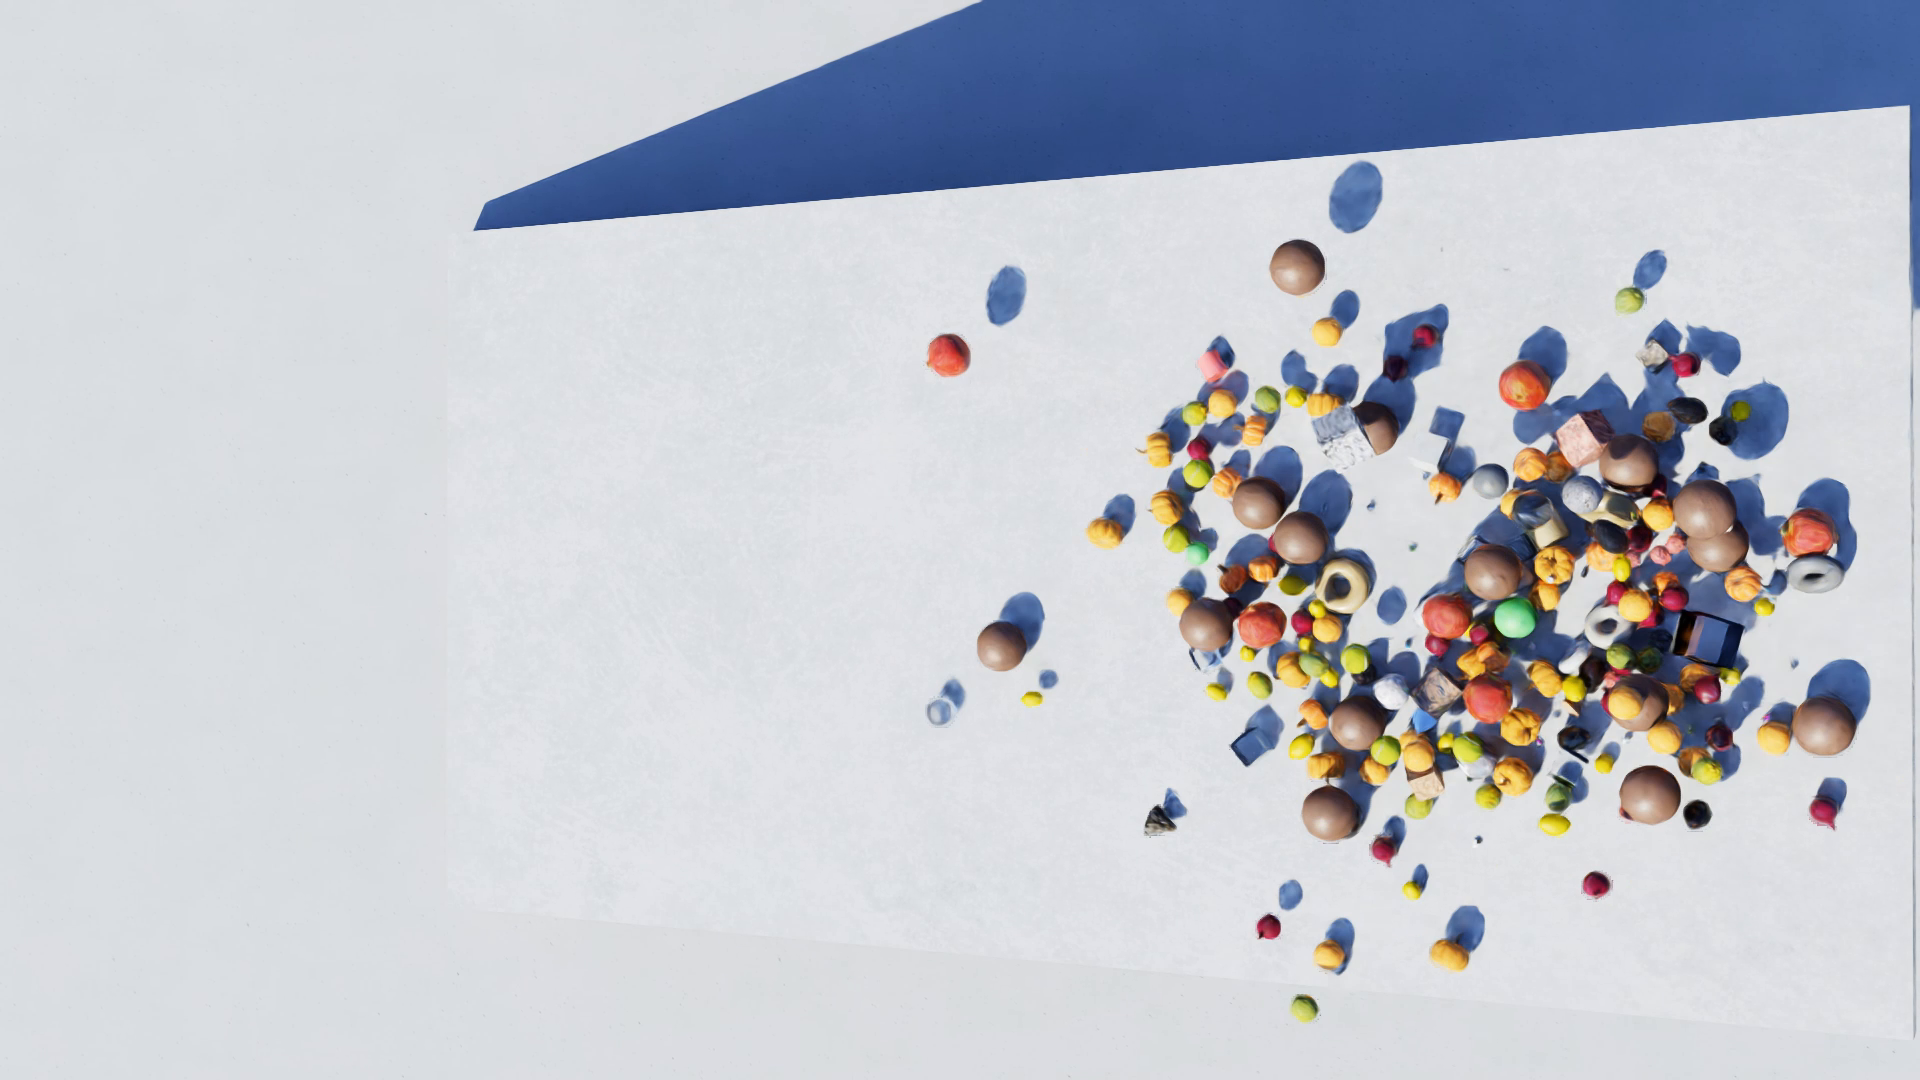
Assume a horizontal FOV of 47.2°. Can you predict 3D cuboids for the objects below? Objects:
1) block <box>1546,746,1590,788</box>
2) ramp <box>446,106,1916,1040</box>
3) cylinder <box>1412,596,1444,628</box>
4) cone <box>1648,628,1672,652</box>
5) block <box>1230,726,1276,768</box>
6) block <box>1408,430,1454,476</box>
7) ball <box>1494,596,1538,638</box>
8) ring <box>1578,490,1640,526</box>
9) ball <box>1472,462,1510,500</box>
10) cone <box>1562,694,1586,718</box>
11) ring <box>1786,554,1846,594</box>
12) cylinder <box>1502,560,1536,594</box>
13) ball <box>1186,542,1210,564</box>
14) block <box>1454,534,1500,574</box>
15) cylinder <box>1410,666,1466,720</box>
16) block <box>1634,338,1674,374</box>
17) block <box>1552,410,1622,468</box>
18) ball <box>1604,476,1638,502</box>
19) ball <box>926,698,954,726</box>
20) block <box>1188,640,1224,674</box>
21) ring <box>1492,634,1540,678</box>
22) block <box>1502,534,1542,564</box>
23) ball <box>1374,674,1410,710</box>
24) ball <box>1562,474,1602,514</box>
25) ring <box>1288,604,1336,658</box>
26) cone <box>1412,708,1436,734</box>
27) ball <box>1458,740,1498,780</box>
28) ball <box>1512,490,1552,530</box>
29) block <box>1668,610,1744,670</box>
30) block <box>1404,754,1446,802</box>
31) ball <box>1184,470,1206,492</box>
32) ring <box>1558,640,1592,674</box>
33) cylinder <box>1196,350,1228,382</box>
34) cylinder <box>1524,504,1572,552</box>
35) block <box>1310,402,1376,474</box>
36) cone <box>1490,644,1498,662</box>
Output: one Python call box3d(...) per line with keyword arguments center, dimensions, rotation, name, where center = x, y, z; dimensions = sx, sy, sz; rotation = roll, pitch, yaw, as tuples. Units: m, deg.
box3d(center=(1.365, 0.511, 4.934), dimensions=(0.064, 0.064, 0.064), rotation=(31, 79, 17), name="block")
box3d(center=(0.278, 0.079, 5.662), dimensions=(4.000, 0.100, 2.000), rotation=(0, 89, 27), name="ramp")
box3d(center=(1.096, 0.168, 5.151), dimensions=(0.052, 0.052, 0.052), rotation=(47, 121, 0), name="cylinder")
box3d(center=(1.562, 0.226, 4.915), dimensions=(0.054, 0.054, 0.054), rotation=(0, 89, 27), name="cone")
box3d(center=(0.711, 0.502, 5.340), dimensions=(0.069, 0.069, 0.069), rotation=(-44, 71, 20), name="block")
box3d(center=(1.100, -0.204, 5.136), dimensions=(0.071, 0.071, 0.071), rotation=(21, 82, 27), name="block")
box3d(center=(1.264, 0.176, 4.996), dimensions=(0.096, 0.096, 0.096), rotation=(0, 89, 0), name="ball")
box3d(center=(1.432, -0.071, 4.879), dimensions=(0.149, 0.149, 0.050), rotation=(18, 78, 0), name="ring")
box3d(center=(1.196, -0.133, 4.955), dimensions=(0.082, 0.082, 0.082), rotation=(0, 89, 0), name="ball")
box3d(center=(1.408, 0.368, 5.009), dimensions=(0.052, 0.052, 0.052), rotation=(-42, 90, -5), name="cone")
box3d(center=(1.844, 0.073, 4.741), dimensions=(0.120, 0.120, 0.040), rotation=(15, 55, 0), name="ring")
box3d(center=(1.285, 0.085, 5.056), dimensions=(0.057, 0.057, 0.057), rotation=(-24, 78, 0), name="cylinder")
box3d(center=(0.586, 0.032, 5.414), dimensions=(0.058, 0.058, 0.058), rotation=(0, 89, 0), name="ball")
box3d(center=(1.194, 0.033, 5.078), dimensions=(0.063, 0.063, 0.063), rotation=(35, 81, -3), name="block")
box3d(center=(1.111, 0.355, 5.121), dimensions=(0.090, 0.090, 0.090), rotation=(41, 105, 0), name="cylinder")
box3d(center=(1.555, -0.411, 4.924), dimensions=(0.055, 0.055, 0.055), rotation=(-46, 70, 19), name="block")
box3d(center=(1.411, -0.229, 4.958), dimensions=(0.088, 0.088, 0.088), rotation=(-11, 64, -41), name="block")
box3d(center=(1.485, -0.106, 4.945), dimensions=(0.076, 0.076, 0.076), rotation=(0, 89, 0), name="ball")
box3d(center=(-0.052, 0.448, 5.729), dimensions=(0.075, 0.075, 0.075), rotation=(0, 89, 0), name="ball")
box3d(center=(0.602, 0.285, 5.387), dimensions=(0.056, 0.056, 0.056), rotation=(-33, 69, 16), name="block")
box3d(center=(1.281, 0.262, 5.067), dimensions=(0.112, 0.037, 0.112), rotation=(0, 95, 0), name="ring")
box3d(center=(1.290, 0.019, 5.049), dimensions=(0.054, 0.054, 0.054), rotation=(-32, 74, 40), name="block")
box3d(center=(1.016, 0.356, 5.175), dimensions=(0.086, 0.086, 0.086), rotation=(0, 89, 0), name="ball")
box3d(center=(1.329, -0.098, 4.697), dimensions=(0.084, 0.084, 0.084), rotation=(0, 89, 0), name="ball")
box3d(center=(0.857, 0.219, 5.303), dimensions=(0.135, 0.045, 0.135), rotation=(0, 94, -2), name="ring")
box3d(center=(1.077, 0.436, 5.139), dimensions=(0.060, 0.060, 0.060), rotation=(16, 130, 19), name="cone")
box3d(center=(1.195, 0.506, 5.079), dimensions=(0.091, 0.091, 0.091), rotation=(0, 89, 0), name="ball")
box3d(center=(1.286, -0.068, 4.943), dimensions=(0.090, 0.090, 0.090), rotation=(0, 89, 0), name="ball")
box3d(center=(1.633, 0.217, 4.811), dimensions=(0.098, 0.098, 0.098), rotation=(18, 87, -15), name="block")
box3d(center=(1.083, 0.556, 5.119), dimensions=(0.067, 0.067, 0.067), rotation=(-24, 117, 18), name="block")
box3d(center=(0.580, -0.145, 5.421), dimensions=(0.056, 0.056, 0.056), rotation=(0, 89, 0), name="ball")
box3d(center=(1.393, 0.265, 4.985), dimensions=(0.031, 0.093, 0.093), rotation=(42, 90, 0), name="ring")
box3d(center=(0.620, -0.427, 5.402), dimensions=(0.058, 0.058, 0.058), rotation=(-27, 77, 0), name="cylinder")
box3d(center=(1.334, -0.029, 5.015), dimensions=(0.085, 0.085, 0.085), rotation=(-28, 76, 0), name="cylinder")
box3d(center=(0.873, -0.232, 5.011), dimensions=(0.096, 0.096, 0.096), rotation=(-29, 127, 15), name="block")
box3d(center=(1.240, 0.270, 5.067), dimensions=(0.051, 0.051, 0.051), rotation=(10, 114, 24), name="cone")
